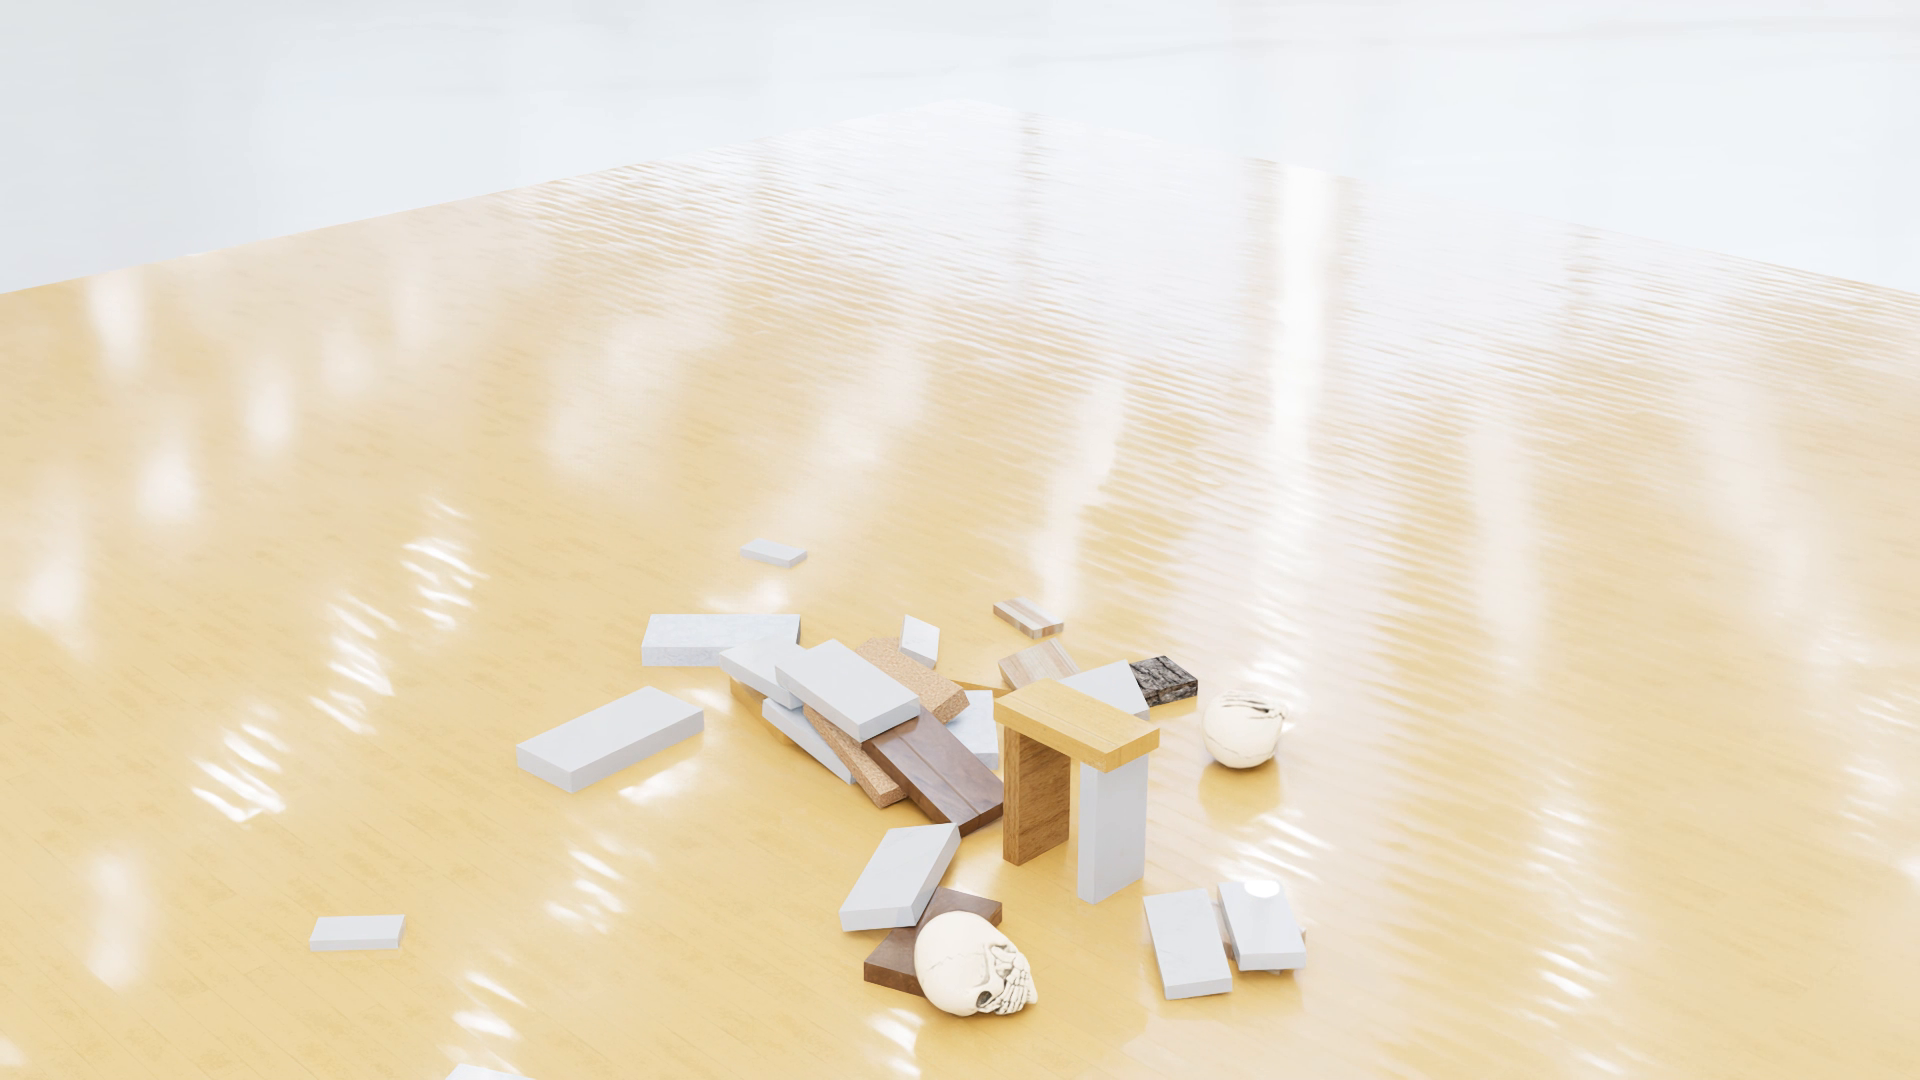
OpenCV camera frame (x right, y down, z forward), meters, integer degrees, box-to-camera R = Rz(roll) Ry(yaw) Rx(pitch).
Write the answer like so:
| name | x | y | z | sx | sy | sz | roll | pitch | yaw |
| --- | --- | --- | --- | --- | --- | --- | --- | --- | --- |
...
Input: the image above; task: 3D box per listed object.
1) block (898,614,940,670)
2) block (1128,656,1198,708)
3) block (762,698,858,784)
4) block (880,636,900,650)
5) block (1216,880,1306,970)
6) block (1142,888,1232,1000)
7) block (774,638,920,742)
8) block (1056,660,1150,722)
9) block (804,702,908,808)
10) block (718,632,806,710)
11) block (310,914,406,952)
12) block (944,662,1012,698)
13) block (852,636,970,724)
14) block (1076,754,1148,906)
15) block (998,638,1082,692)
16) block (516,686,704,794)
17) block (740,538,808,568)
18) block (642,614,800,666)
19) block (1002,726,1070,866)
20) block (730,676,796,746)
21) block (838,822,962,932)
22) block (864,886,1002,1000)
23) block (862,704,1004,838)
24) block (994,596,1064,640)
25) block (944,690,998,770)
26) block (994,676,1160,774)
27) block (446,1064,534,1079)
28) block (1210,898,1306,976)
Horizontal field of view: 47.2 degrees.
| name | x | y | z | sx | sy | sz | roll | pitch | yaw |
| --- | --- | --- | --- | --- | --- | --- | --- | --- | --- |
| block | -0.096 | 0.237 | 5.126 | 0.088 | 0.025 | 0.175 | 23 | 22 | -8 |
| block | 0.375 | 0.332 | 4.927 | 0.283 | 0.040 | 0.141 | -11 | 26 | -25 |
| block | -0.272 | 0.404 | 4.681 | 0.146 | 0.041 | 0.292 | -23 | 42 | -37 |
| block | -0.150 | 0.283 | 5.065 | 0.078 | 0.022 | 0.231 | 1 | 23 | 1 |
| block | 0.545 | 0.697 | 3.989 | 0.118 | 0.034 | 0.237 | -1 | 23 | -3 |
| block | 0.407 | 0.724 | 3.950 | 0.118 | 0.034 | 0.237 | -8 | 32 | -2 |
| block | -0.237 | 0.312 | 4.599 | 0.153 | 0.043 | 0.307 | -23 | 35 | -31 |
| block | 0.245 | 0.363 | 4.704 | 0.289 | 0.041 | 0.144 | -17 | 49 | -7 |
| block | -0.182 | 0.415 | 4.577 | 0.153 | 0.043 | 0.307 | -21 | 48 | -26 |
| block | -0.387 | 0.284 | 4.800 | 0.146 | 0.041 | 0.292 | -19 | 25 | -32 |
| block | -1.104 | 0.721 | 4.034 | 0.157 | 0.022 | 0.079 | -1 | 23 | -3 |
| block | 0.055 | 0.320 | 4.975 | 0.175 | 0.025 | 0.088 | 9 | 25 | 21 |
| block | -0.154 | 0.334 | 4.802 | 0.177 | 0.050 | 0.354 | -37 | 34 | -21 |
| block | 0.288 | 0.527 | 4.143 | 0.041 | 0.292 | 0.146 | 21 | 31 | 41 |
| block | 0.204 | 0.329 | 4.844 | 0.144 | 0.041 | 0.289 | -22 | 34 | -11 |
| block | -0.745 | 0.422 | 4.701 | 0.177 | 0.050 | 0.370 | 19 | 29 | 37 |
| block | -0.479 | 0.034 | 5.653 | 0.157 | 0.022 | 0.078 | 14 | 27 | 29 |
| block | -0.556 | 0.234 | 5.146 | 0.354 | 0.050 | 0.177 | 0 | 23 | 0 |
| block | 0.150 | 0.473 | 4.270 | 0.146 | 0.293 | 0.041 | -21 | 31 | -41 |
| block | -0.383 | 0.360 | 4.859 | 0.146 | 0.041 | 0.293 | -12 | 26 | -26 |
| block | -0.110 | 0.633 | 4.155 | 0.141 | 0.040 | 0.335 | -8 | 17 | 18 |
| block | -0.046 | 0.728 | 3.994 | 0.141 | 0.040 | 0.283 | 11 | 25 | 23 |
| block | -0.045 | 0.469 | 4.463 | 0.153 | 0.043 | 0.307 | -24 | 50 | -32 |
| block | 0.164 | 0.187 | 5.289 | 0.088 | 0.025 | 0.176 | -14 | 27 | -29 |
| block | 0.004 | 0.409 | 4.744 | 0.144 | 0.041 | 0.289 | -1 | 23 | -2 |
| block | 0.217 | 0.346 | 4.143 | 0.146 | 0.041 | 0.292 | -21 | 30 | -40 |
| block | -0.769 | 0.904 | 3.602 | 0.157 | 0.022 | 0.079 | 7 | 24 | 17 |
| block | 0.500 | 0.719 | 4.024 | 0.237 | 0.034 | 0.118 | 13 | 26 | 28 |
